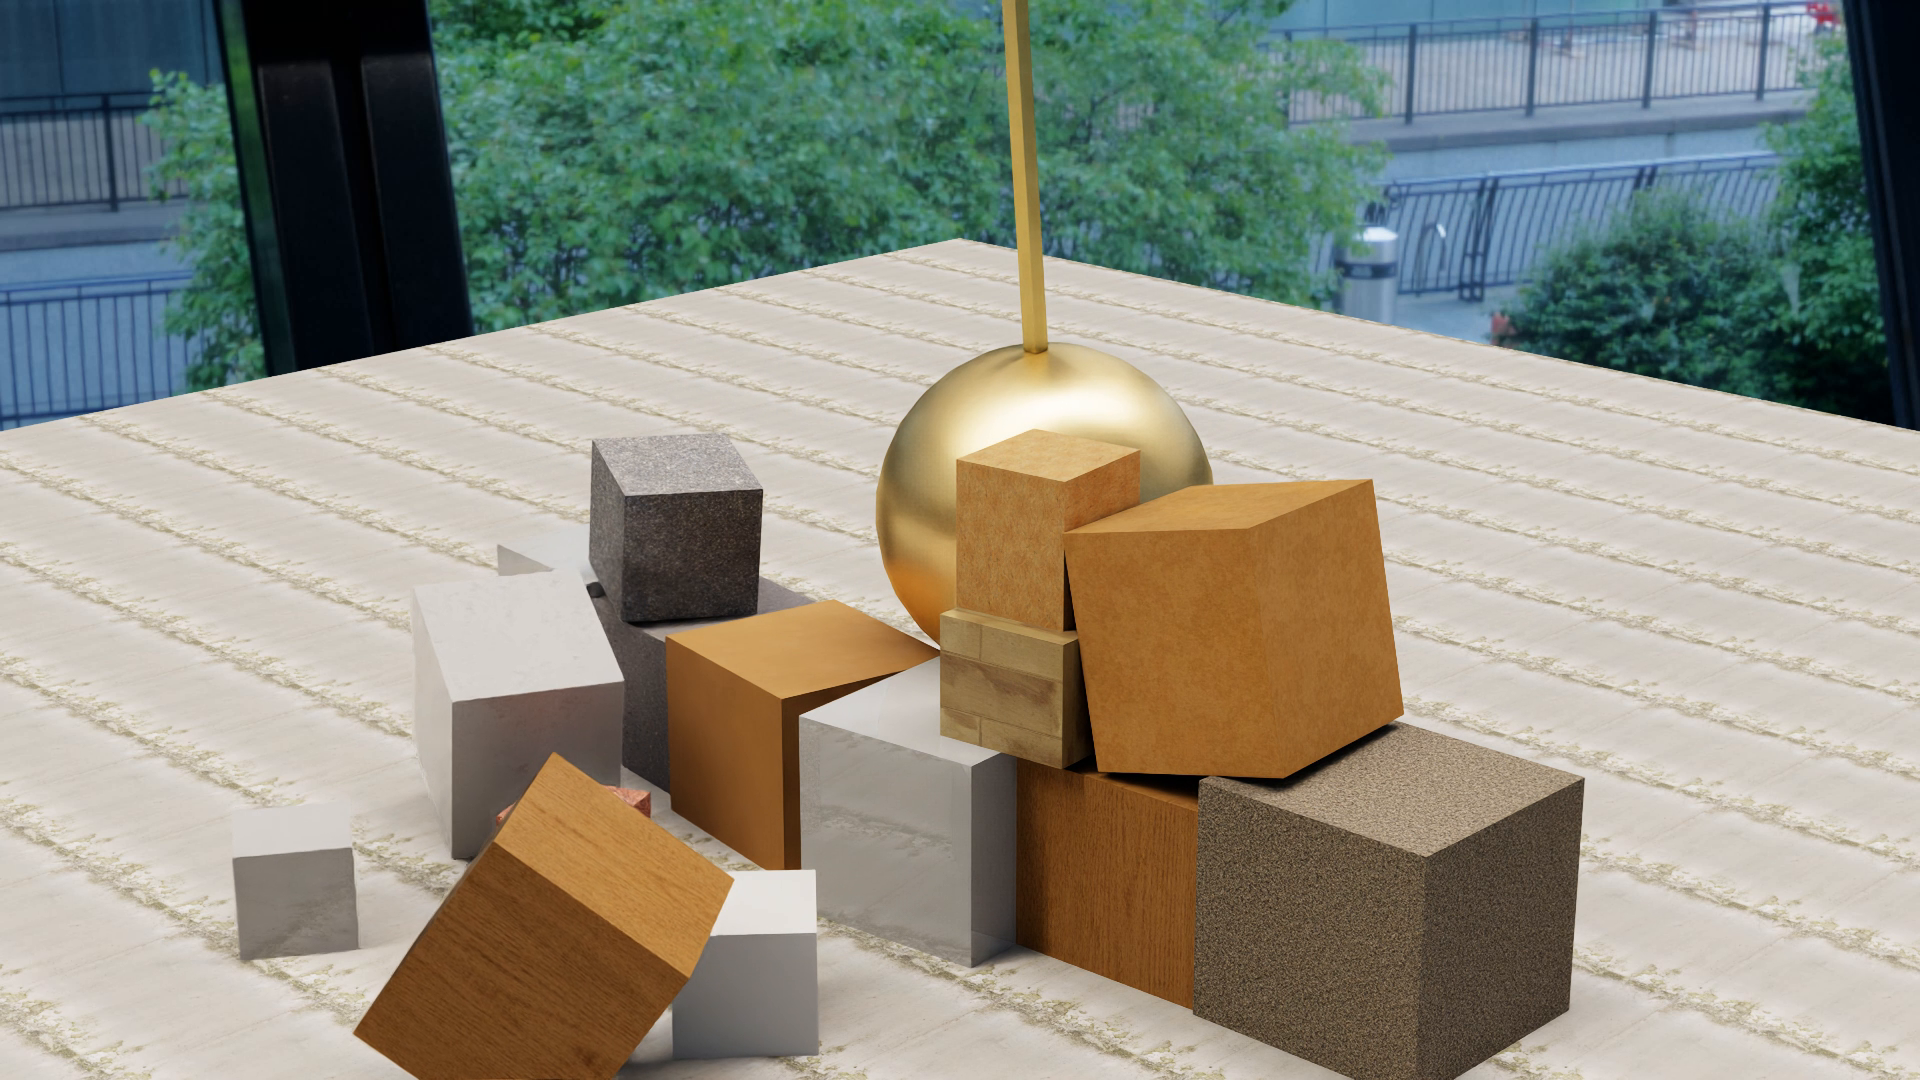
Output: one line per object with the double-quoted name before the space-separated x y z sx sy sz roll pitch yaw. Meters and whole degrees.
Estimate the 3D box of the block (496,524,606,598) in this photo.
"block" -1.819 0.453 15.450 0.864 0.872 0.871 -14 22 -37

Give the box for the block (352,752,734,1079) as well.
"block" -1.564 1.576 11.153 0.866 0.985 0.884 36 18 -5

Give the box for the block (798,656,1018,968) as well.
"block" -0.010 1.178 13.049 0.956 0.928 1.031 13 22 36

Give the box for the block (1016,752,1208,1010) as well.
"block" 0.945 1.320 12.667 0.989 0.886 1.000 15 23 39

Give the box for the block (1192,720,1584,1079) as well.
"block" 1.742 1.459 11.972 1.105 1.038 1.105 16 23 41

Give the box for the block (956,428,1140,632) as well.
"block" 0.375 -0.050 12.476 0.550 0.656 0.572 13 22 34

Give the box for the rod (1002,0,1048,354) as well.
"rod" 0.174 -3.289 12.491 0.080 5.200 0.080 17 29 42

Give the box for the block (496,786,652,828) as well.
"block" -1.711 1.402 13.072 0.511 0.486 0.486 6 19 20

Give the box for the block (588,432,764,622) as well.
"block" -1.429 -0.072 14.653 0.688 0.668 0.771 -3 24 -19

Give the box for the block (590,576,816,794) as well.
"block" -1.230 0.714 14.759 0.927 0.788 0.964 -12 21 -34

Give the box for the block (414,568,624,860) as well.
"block" -2.100 0.812 13.863 0.792 0.911 0.944 -6 35 -19

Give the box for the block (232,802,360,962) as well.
"block" -2.904 1.485 12.811 0.502 0.484 0.524 -4 18 -13

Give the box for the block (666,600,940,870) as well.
"block" -0.709 0.926 13.909 0.953 0.892 1.047 -12 21 -33

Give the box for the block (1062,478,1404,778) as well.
"block" 1.147 0.355 12.211 0.915 1.016 0.961 -2 12 39

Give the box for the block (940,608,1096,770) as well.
"block" 0.354 0.563 12.543 0.642 0.549 0.606 13 22 36

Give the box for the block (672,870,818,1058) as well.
"block" -0.874 1.724 11.962 0.582 0.538 0.613 -1 17 -3

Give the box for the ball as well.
"ball" 0.401 -0.128 13.722 1.600 1.600 1.600 0 17 0
